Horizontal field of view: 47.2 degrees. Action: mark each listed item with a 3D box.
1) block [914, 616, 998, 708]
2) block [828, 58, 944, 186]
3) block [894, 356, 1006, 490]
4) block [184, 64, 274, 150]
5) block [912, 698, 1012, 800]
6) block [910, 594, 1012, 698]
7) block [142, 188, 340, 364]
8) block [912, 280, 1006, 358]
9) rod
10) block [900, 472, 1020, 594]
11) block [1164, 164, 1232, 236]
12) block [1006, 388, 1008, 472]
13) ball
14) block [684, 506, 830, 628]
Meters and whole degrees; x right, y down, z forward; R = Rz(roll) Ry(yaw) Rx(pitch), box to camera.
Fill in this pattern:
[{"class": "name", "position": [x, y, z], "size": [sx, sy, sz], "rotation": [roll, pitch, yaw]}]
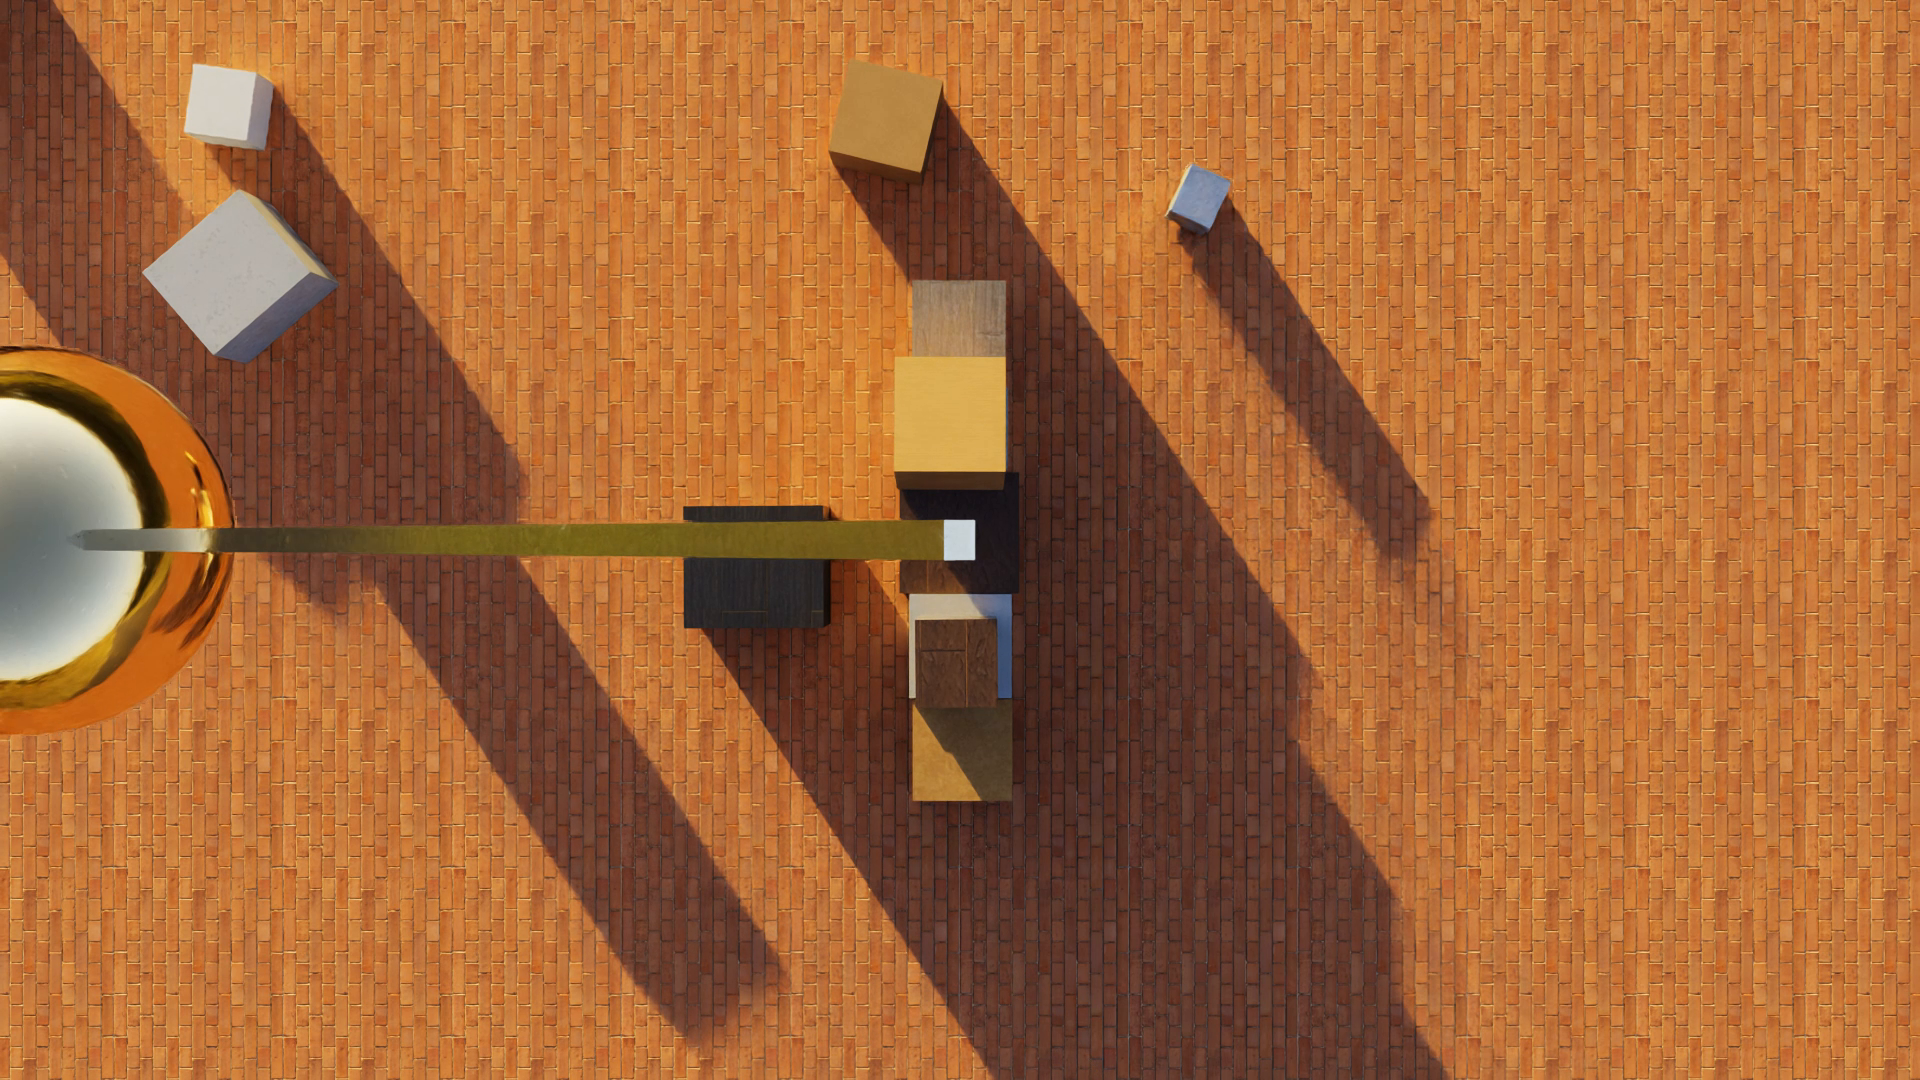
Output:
[{"class": "block", "position": [-0.019, 0.670, 12.154], "size": [0.448, 0.420, 0.479], "rotation": [-1, 90, 0]}, {"class": "block", "position": [-0.422, -2.415, 12.752], "size": [0.542, 0.495, 0.539], "rotation": [14, 90, 0]}, {"class": "block", "position": [-0.053, -0.633, 12.101], "size": [0.596, 0.668, 0.621], "rotation": [0, 83, 0]}, {"class": "block", "position": [-4.261, -2.521, 12.832], "size": [0.363, 0.335, 0.398], "rotation": [8, 90, 0]}, {"class": "block", "position": [0.015, 1.186, 12.705], "size": [0.564, 0.590, 0.572], "rotation": [0, 90, 0]}, {"class": "block", "position": [0.002, 0.597, 12.682], "size": [0.574, 0.637, 0.584], "rotation": [0, 90, 0]}, {"class": "block", "position": [-4.138, -1.511, 12.701], "size": [0.723, 0.599, 0.618], "rotation": [-41, 90, 0]}, {"class": "block", "position": [-0.006, -1.176, 12.735], "size": [0.530, 0.529, 0.593], "rotation": [0, 90, 0]}, {"class": "rod", "position": [-1.652, 0.000, 6.395], "size": [0.080, 5.200, 0.080], "rotation": [0, 90, -39]}, {"class": "block", "position": [-0.004, -0.041, 12.703], "size": [0.675, 0.594, 0.684], "rotation": [0, 90, 0]}, {"class": "block", "position": [1.389, -1.988, 12.853], "size": [0.254, 0.275, 0.302], "rotation": [25, 89, -2]}, {"class": "block", "position": [0.017, -0.634, 12.764], "size": [0.514, 0.471, 0.470], "rotation": [0, 90, 0]}, {"class": "ball", "position": [-3.813, 0.000, 9.020], "size": [1.600, 1.600, 1.600], "rotation": [0, 90, 0]}, {"class": "block", "position": [-1.158, 0.151, 12.661], "size": [0.784, 0.677, 0.686], "rotation": [0, 90, 0]}]
